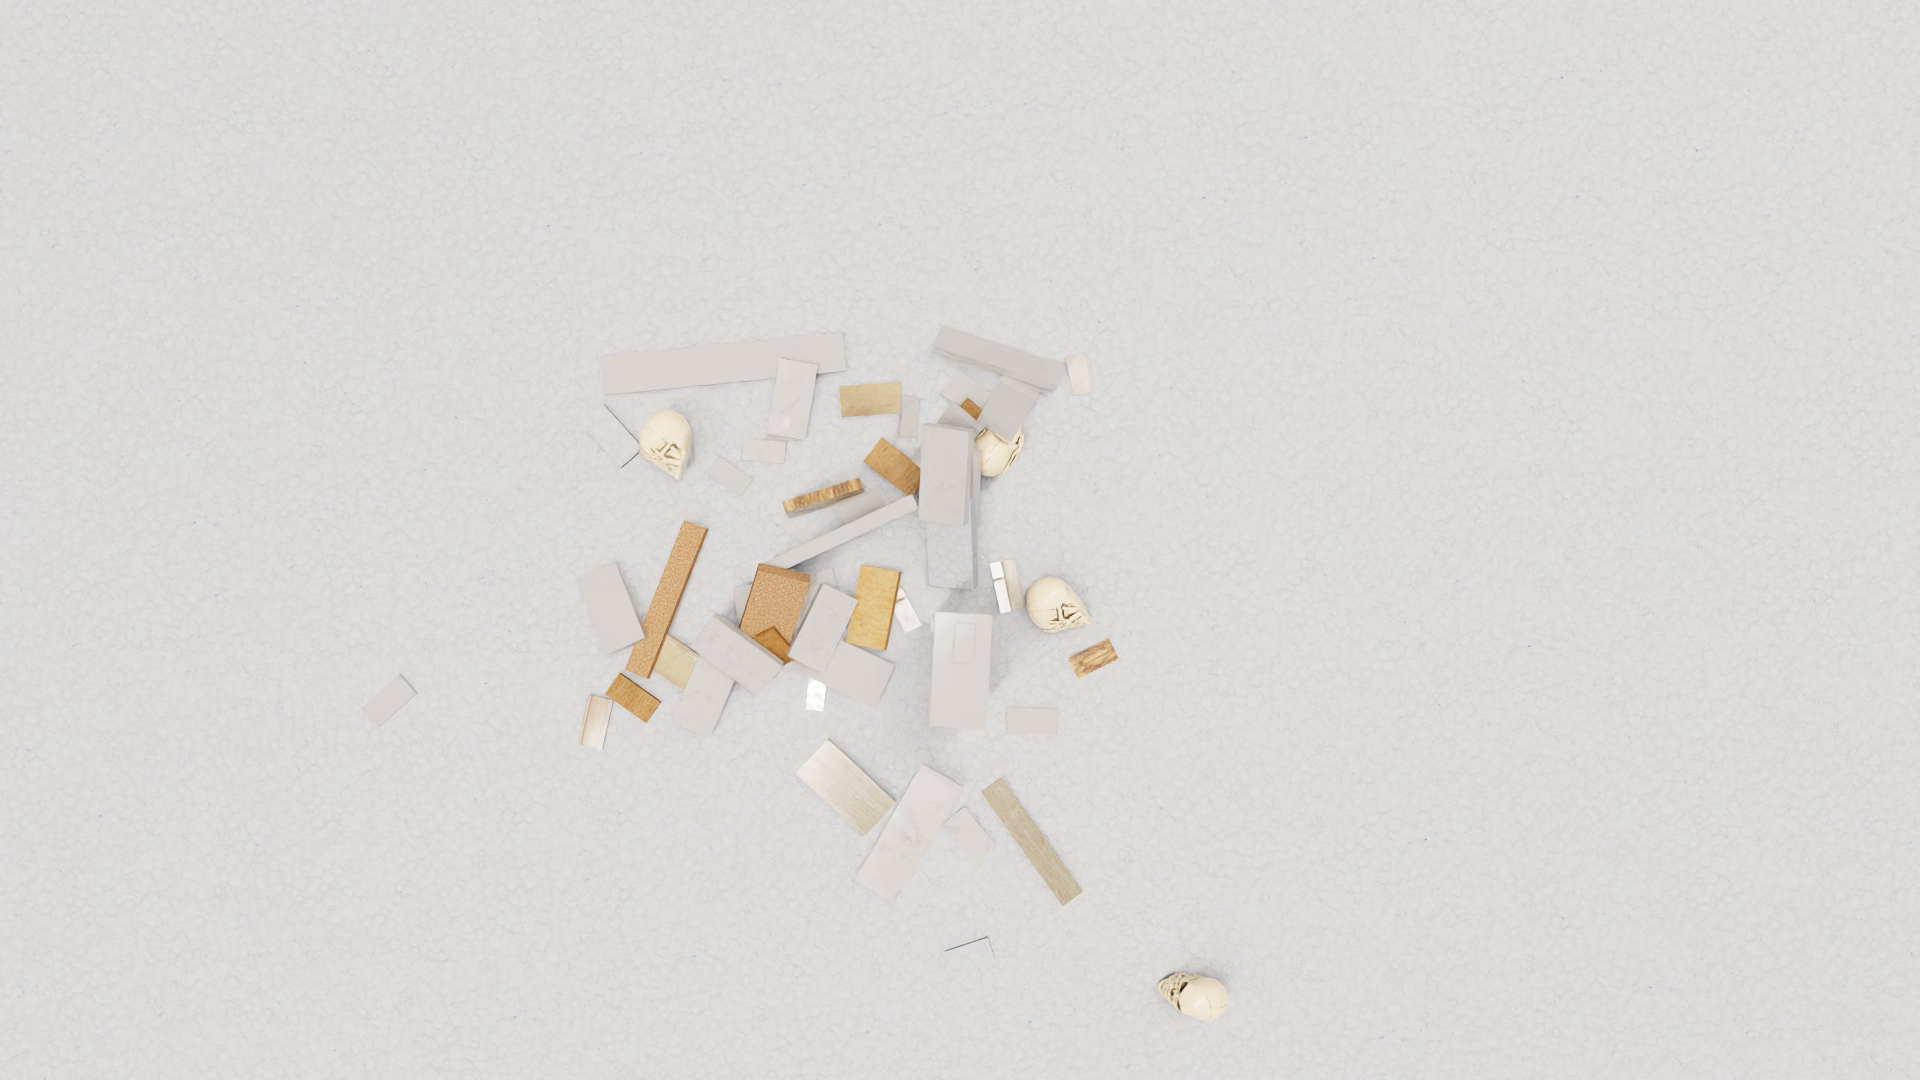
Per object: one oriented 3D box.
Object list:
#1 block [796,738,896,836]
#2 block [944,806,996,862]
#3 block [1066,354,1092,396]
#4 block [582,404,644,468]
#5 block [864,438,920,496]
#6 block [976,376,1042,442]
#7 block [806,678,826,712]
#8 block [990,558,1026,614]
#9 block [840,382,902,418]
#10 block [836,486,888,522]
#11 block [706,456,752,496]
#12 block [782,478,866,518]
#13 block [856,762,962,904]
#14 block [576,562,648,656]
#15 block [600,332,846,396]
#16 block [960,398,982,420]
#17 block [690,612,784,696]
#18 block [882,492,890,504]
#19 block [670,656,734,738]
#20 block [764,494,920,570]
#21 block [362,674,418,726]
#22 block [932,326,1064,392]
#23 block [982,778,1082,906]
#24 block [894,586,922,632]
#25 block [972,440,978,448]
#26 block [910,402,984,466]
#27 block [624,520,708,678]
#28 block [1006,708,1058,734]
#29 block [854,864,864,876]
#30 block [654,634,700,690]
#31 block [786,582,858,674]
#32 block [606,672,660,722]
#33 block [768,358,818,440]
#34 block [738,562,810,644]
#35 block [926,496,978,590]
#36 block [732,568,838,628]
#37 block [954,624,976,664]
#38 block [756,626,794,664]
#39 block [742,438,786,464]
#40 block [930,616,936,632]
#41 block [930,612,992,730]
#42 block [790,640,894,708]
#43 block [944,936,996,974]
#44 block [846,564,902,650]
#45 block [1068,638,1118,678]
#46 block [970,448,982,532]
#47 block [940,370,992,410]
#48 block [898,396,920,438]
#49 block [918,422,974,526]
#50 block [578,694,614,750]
[{"bbox_3d":[-0.377,0.821,5.478,0.309,0.044,0.154,43,90,0],"label":"block"},{"bbox_3d":[0.035,0.977,5.488,0.084,0.024,0.168,-40,90,0],"label":"block"},{"bbox_3d":[0.396,-0.550,5.491,0.065,0.018,0.131,-12,90,0],"label":"block"},{"bbox_3d":[-1.155,-0.346,5.486,0.098,0.028,0.196,-42,90,0],"label":"block"},{"bbox_3d":[-0.210,-0.239,5.486,0.203,0.029,0.102,38,90,0],"label":"block"},{"bbox_3d":[0.165,-0.447,5.400,0.132,0.037,0.264,30,49,0],"label":"block"},{"bbox_3d":[-0.478,0.508,5.492,0.059,0.017,0.118,6,90,0],"label":"block"},{"bbox_3d":[0.158,0.152,5.488,0.084,0.024,0.168,-12,90,0],"label":"block"},{"bbox_3d":[-0.295,-0.467,5.486,0.203,0.029,0.102,-4,90,0],"label":"block"},{"bbox_3d":[-0.322,-0.116,5.450,0.152,0.022,0.076,-21,128,0],"label":"block"},{"bbox_3d":[-0.767,-0.213,5.490,0.140,0.020,0.070,35,90,0],"label":"block"},{"bbox_3d":[-0.445,-0.138,5.432,0.264,0.132,0.037,-17,81,0],"label":"block"},{"bbox_3d":[-0.169,0.969,5.454,0.154,0.044,0.443,30,90,0],"label":"block"},{"bbox_3d":[-1.150,0.228,5.453,0.138,0.039,0.276,-24,79,0],"label":"block"},{"bbox_3d":[-0.785,-0.584,5.482,0.807,0.036,0.126,-6,90,0],"label":"block"},{"bbox_3d":[-0.002,-0.365,5.469,0.098,0.028,0.196,41,100,-1],"label":"block"},{"bbox_3d":[-0.728,0.373,5.384,0.276,0.039,0.138,37,108,-9],"label":"block"},{"bbox_3d":[-0.296,-0.100,5.491,0.131,0.018,0.065,-30,90,0],"label":"block"},{"bbox_3d":[-0.835,0.497,5.442,0.138,0.039,0.276,23,92,-9],"label":"block"},{"bbox_3d":[-0.388,-0.013,5.400,0.547,0.169,0.048,-25,90,3],"label":"block"},{"bbox_3d":[-1.898,0.534,5.488,0.168,0.024,0.084,-42,90,0],"label":"block"},{"bbox_3d":[0.127,-0.602,5.458,0.429,0.029,0.102,18,54,0],"label":"block"},{"bbox_3d":[0.240,1.003,5.488,0.084,0.024,0.464,-36,90,0],"label":"block"},{"bbox_3d":[-0.192,0.224,5.492,0.059,0.017,0.163,-28,90,0],"label":"block"},{"bbox_3d":[-0.014,-0.212,5.395,0.132,0.037,0.264,13,125,16],"label":"block"},{"bbox_3d":[-0.042,-0.315,5.401,0.132,0.037,0.264,41,127,4],"label":"block"},{"bbox_3d":[-0.972,0.196,5.463,0.084,0.024,0.531,20,87,14],"label":"block"},{"bbox_3d":[0.241,0.602,5.488,0.167,0.024,0.084,1,90,0],"label":"block"},{"bbox_3d":[-0.200,1.016,5.488,0.342,0.024,0.084,-45,90,0],"label":"block"},{"bbox_3d":[-0.917,0.423,5.482,0.252,0.036,0.126,34,90,0],"label":"block"},{"bbox_3d":[-0.453,0.288,5.412,0.132,0.037,0.264,28,84,-18],"label":"block"},{"bbox_3d":[-1.087,0.525,5.488,0.167,0.024,0.084,36,90,0],"label":"block"},{"bbox_3d":[-0.553,-0.467,5.459,0.126,0.036,0.252,10,99,-3],"label":"block"},{"bbox_3d":[-0.617,0.242,5.378,0.169,0.048,0.338,14,120,-12],"label":"block"},{"bbox_3d":[-0.027,0.004,5.397,0.157,0.044,0.313,6,113,21],"label":"block"},{"bbox_3d":[-0.571,0.209,5.476,0.338,0.048,0.169,-11,90,0],"label":"block"},{"bbox_3d":[0.013,0.319,5.087,0.059,0.017,0.118,4,90,0],"label":"block"},{"bbox_3d":[-0.600,0.349,5.407,0.070,0.020,0.140,-28,120,13],"label":"block"},{"bbox_3d":[-0.652,-0.296,5.490,0.140,0.020,0.070,5,90,0],"label":"block"},{"bbox_3d":[-0.003,0.270,5.323,0.176,0.353,0.050,0,88,0],"label":"block"},{"bbox_3d":[0.003,0.404,5.121,0.176,0.050,0.353,3,90,0],"label":"block"},{"bbox_3d":[-0.389,0.421,5.468,0.309,0.044,0.154,25,82,0],"label":"block"},{"bbox_3d":[0.032,1.381,5.489,0.152,0.022,0.076,-18,90,0],"label":"block"},{"bbox_3d":[-0.285,0.223,5.468,0.132,0.037,0.264,11,90,12],"label":"block"},{"bbox_3d":[0.444,0.393,5.489,0.152,0.022,0.076,-26,90,0],"label":"block"},{"bbox_3d":[-0.016,-0.164,5.375,0.157,0.044,0.313,14,125,15],"label":"block"},{"bbox_3d":[0.043,-0.468,5.486,0.196,0.028,0.098,37,90,0],"label":"block"},{"bbox_3d":[-0.170,-0.410,5.474,0.065,0.018,0.131,3,90,-34],"label":"block"},{"bbox_3d":[-0.046,-0.209,5.276,0.157,0.044,0.313,10,109,19],"label":"block"},{"bbox_3d":[-1.212,0.604,5.488,0.084,0.024,0.168,13,90,0],"label":"block"}]
